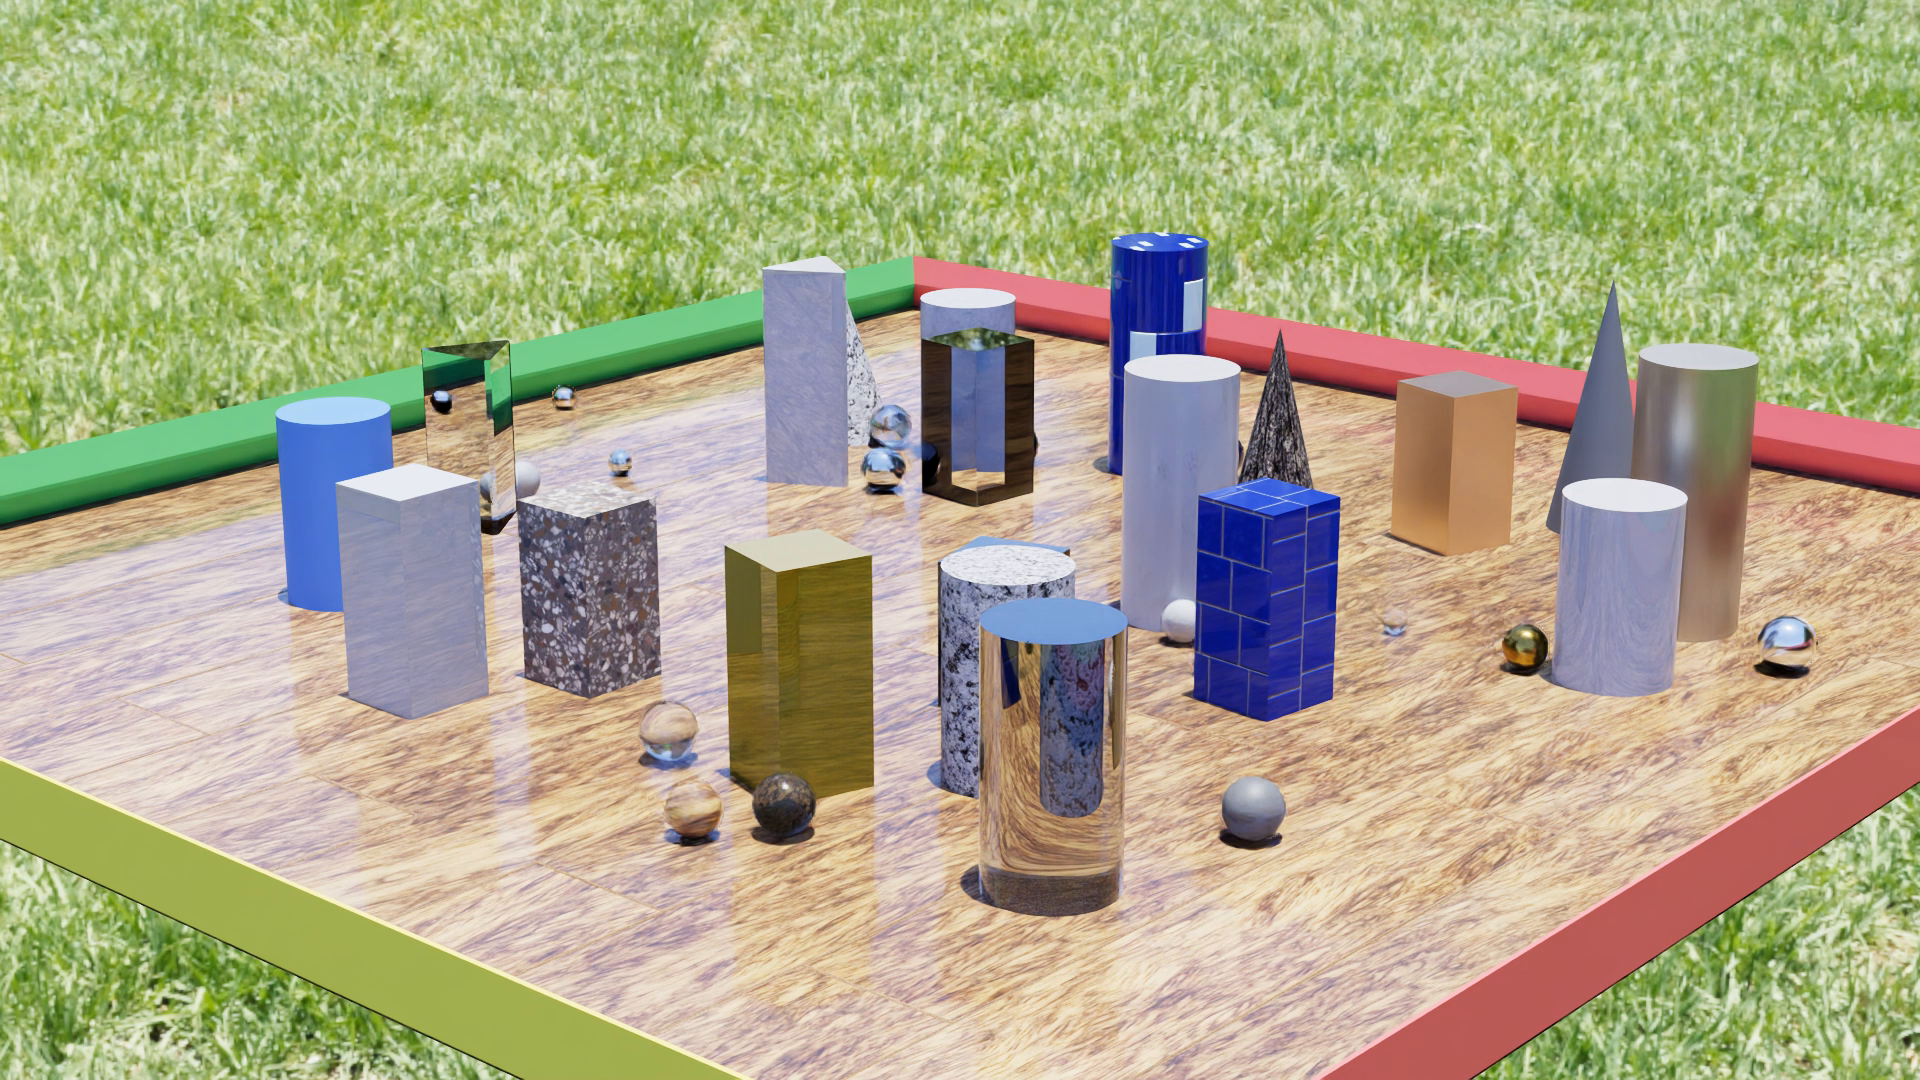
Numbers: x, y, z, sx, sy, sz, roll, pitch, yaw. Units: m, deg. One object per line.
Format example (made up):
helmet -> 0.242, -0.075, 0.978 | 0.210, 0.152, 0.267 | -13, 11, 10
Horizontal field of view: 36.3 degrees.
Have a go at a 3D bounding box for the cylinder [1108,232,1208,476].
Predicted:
cylinder -> 0.396, -0.368, 5.867 | 0.193, 0.462, 0.193 | 0, 17, 0

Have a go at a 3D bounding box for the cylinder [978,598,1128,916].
cylinder -> 0.122, 0.284, 3.857 | 0.193, 0.375, 0.193 | 0, 17, 0

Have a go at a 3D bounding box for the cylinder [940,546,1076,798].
cylinder -> 0.069, 0.191, 4.247 | 0.193, 0.326, 0.193 | 0, 17, 0

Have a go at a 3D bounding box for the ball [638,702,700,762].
ball -> -0.432, 0.284, 4.351 | 0.089, 0.089, 0.089 | 0, 17, 0

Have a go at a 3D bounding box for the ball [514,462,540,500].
ball -> -0.853, -0.114, 5.693 | 0.076, 0.076, 0.076 | 0, 17, 0

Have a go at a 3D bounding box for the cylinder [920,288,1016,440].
cylinder -> 0.016, -0.335, 5.993 | 0.193, 0.326, 0.193 | 0, 17, 0

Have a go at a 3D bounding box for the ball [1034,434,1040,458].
ball -> 0.121, -0.192, 5.945 | 0.079, 0.079, 0.079 | 0, 17, 0

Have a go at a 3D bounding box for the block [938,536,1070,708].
block -> 0.069, 0.137, 4.579 | 0.155, 0.239, 0.155 | 8, 19, 25

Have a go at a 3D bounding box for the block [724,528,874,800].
block -> -0.231, 0.182, 4.232 | 0.155, 0.352, 0.155 | -10, 20, -31

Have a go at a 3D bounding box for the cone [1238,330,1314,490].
cone -> 0.577, -0.185, 5.344 | 0.193, 0.414, 0.193 | 0, 17, 0

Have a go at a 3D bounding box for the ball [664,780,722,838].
ball -> -0.370, 0.374, 4.070 | 0.079, 0.079, 0.079 | 0, 17, 0

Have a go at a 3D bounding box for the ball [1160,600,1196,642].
ball -> 0.370, 0.135, 4.873 | 0.073, 0.073, 0.073 | 0, 17, 0

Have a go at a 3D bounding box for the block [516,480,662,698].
block -> -0.590, 0.077, 4.677 | 0.155, 0.297, 0.155 | 14, 22, 39

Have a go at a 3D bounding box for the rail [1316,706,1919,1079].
rail -> 1.227, 0.339, 4.100 | 0.045, 0.126, 3.436 | 14, 22, 39

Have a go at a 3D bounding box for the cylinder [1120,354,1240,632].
cylinder -> 0.371, -0.079, 4.953 | 0.193, 0.436, 0.193 | 0, 17, 0

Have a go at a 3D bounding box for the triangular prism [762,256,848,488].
triangular prism -> -0.287, -0.337, 5.815 | 0.167, 0.431, 0.145 | 4, 17, 13

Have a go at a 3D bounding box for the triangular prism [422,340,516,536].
triangular prism -> -0.895, -0.200, 5.529 | 0.167, 0.335, 0.145 | 11, 20, 33

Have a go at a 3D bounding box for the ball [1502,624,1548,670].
ball -> 0.915, 0.173, 4.743 | 0.074, 0.074, 0.074 | 0, 17, 0

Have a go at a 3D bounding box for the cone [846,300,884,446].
cone -> -0.236, -0.363, 6.143 | 0.193, 0.292, 0.193 | 0, 17, 0

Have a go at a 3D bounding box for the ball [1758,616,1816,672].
ball -> 1.334, 0.168, 4.734 | 0.090, 0.090, 0.090 | 0, 17, 0

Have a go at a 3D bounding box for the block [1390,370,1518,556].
block -> 0.910, -0.143, 5.403 | 0.155, 0.298, 0.155 | -11, 20, -31

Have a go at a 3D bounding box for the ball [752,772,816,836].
ball -> -0.244, 0.367, 4.075 | 0.089, 0.089, 0.089 | 0, 17, 0

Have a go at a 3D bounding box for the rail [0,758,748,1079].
rail -> -1.111, 0.401, 3.895 | 3.298, 0.126, 0.045 | 14, 22, 39

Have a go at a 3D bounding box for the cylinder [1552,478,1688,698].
cylinder -> 1.049, 0.074, 4.673 | 0.193, 0.304, 0.193 | 0, 17, 0

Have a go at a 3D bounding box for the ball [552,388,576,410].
ball -> -0.862, -0.309, 6.385 | 0.048, 0.048, 0.048 | 0, 17, 0

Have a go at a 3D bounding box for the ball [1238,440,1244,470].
ball -> 0.519, -0.169, 5.842 | 0.095, 0.095, 0.095 | 0, 17, 0

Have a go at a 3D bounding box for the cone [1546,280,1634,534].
cone -> 1.203, -0.254, 5.460 | 0.193, 0.478, 0.193 | 0, 17, 0

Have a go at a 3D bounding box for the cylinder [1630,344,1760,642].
cylinder -> 1.219, -0.080, 4.905 | 0.193, 0.466, 0.193 | 0, 17, 0

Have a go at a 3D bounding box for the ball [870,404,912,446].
ball -> -0.144, -0.238, 6.082 | 0.088, 0.088, 0.088 | 0, 17, 0

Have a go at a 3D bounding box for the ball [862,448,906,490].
ball -> -0.150, -0.140, 5.760 | 0.086, 0.086, 0.086 | 0, 17, 0

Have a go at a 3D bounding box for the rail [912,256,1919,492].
rail -> 1.111, -0.338, 6.345 | 3.298, 0.126, 0.045 | 14, 22, 39

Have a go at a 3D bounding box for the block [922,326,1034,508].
block -> 0.035, -0.241, 5.712 | 0.155, 0.308, 0.155 | -15, 23, -41

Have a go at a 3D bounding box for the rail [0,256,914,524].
rail -> -1.227, -0.276, 6.140 | 0.045, 0.126, 3.436 | 14, 22, 39

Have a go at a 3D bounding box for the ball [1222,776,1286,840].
ball -> 0.406, 0.372, 4.061 | 0.089, 0.089, 0.089 | 0, 17, 0

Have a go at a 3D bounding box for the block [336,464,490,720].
block -> -0.854, 0.078, 4.577 | 0.155, 0.352, 0.155 | 14, 22, 39

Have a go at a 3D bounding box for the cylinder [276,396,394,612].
cylinder -> -1.076, -0.063, 5.080 | 0.193, 0.332, 0.193 | 0, 17, 0

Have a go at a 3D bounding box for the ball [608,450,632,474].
ball -> -0.680, -0.155, 5.877 | 0.048, 0.048, 0.048 | 0, 17, 0

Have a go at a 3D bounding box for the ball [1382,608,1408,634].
ball -> 0.730, 0.136, 4.920 | 0.043, 0.043, 0.043 | 0, 17, 0

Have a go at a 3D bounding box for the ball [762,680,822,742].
ball -> -0.254, 0.259, 4.430 | 0.092, 0.092, 0.092 | 0, 17, 0

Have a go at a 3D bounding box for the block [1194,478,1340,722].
block -> 0.478, 0.090, 4.572 | 0.155, 0.331, 0.155 | -15, 22, -40
